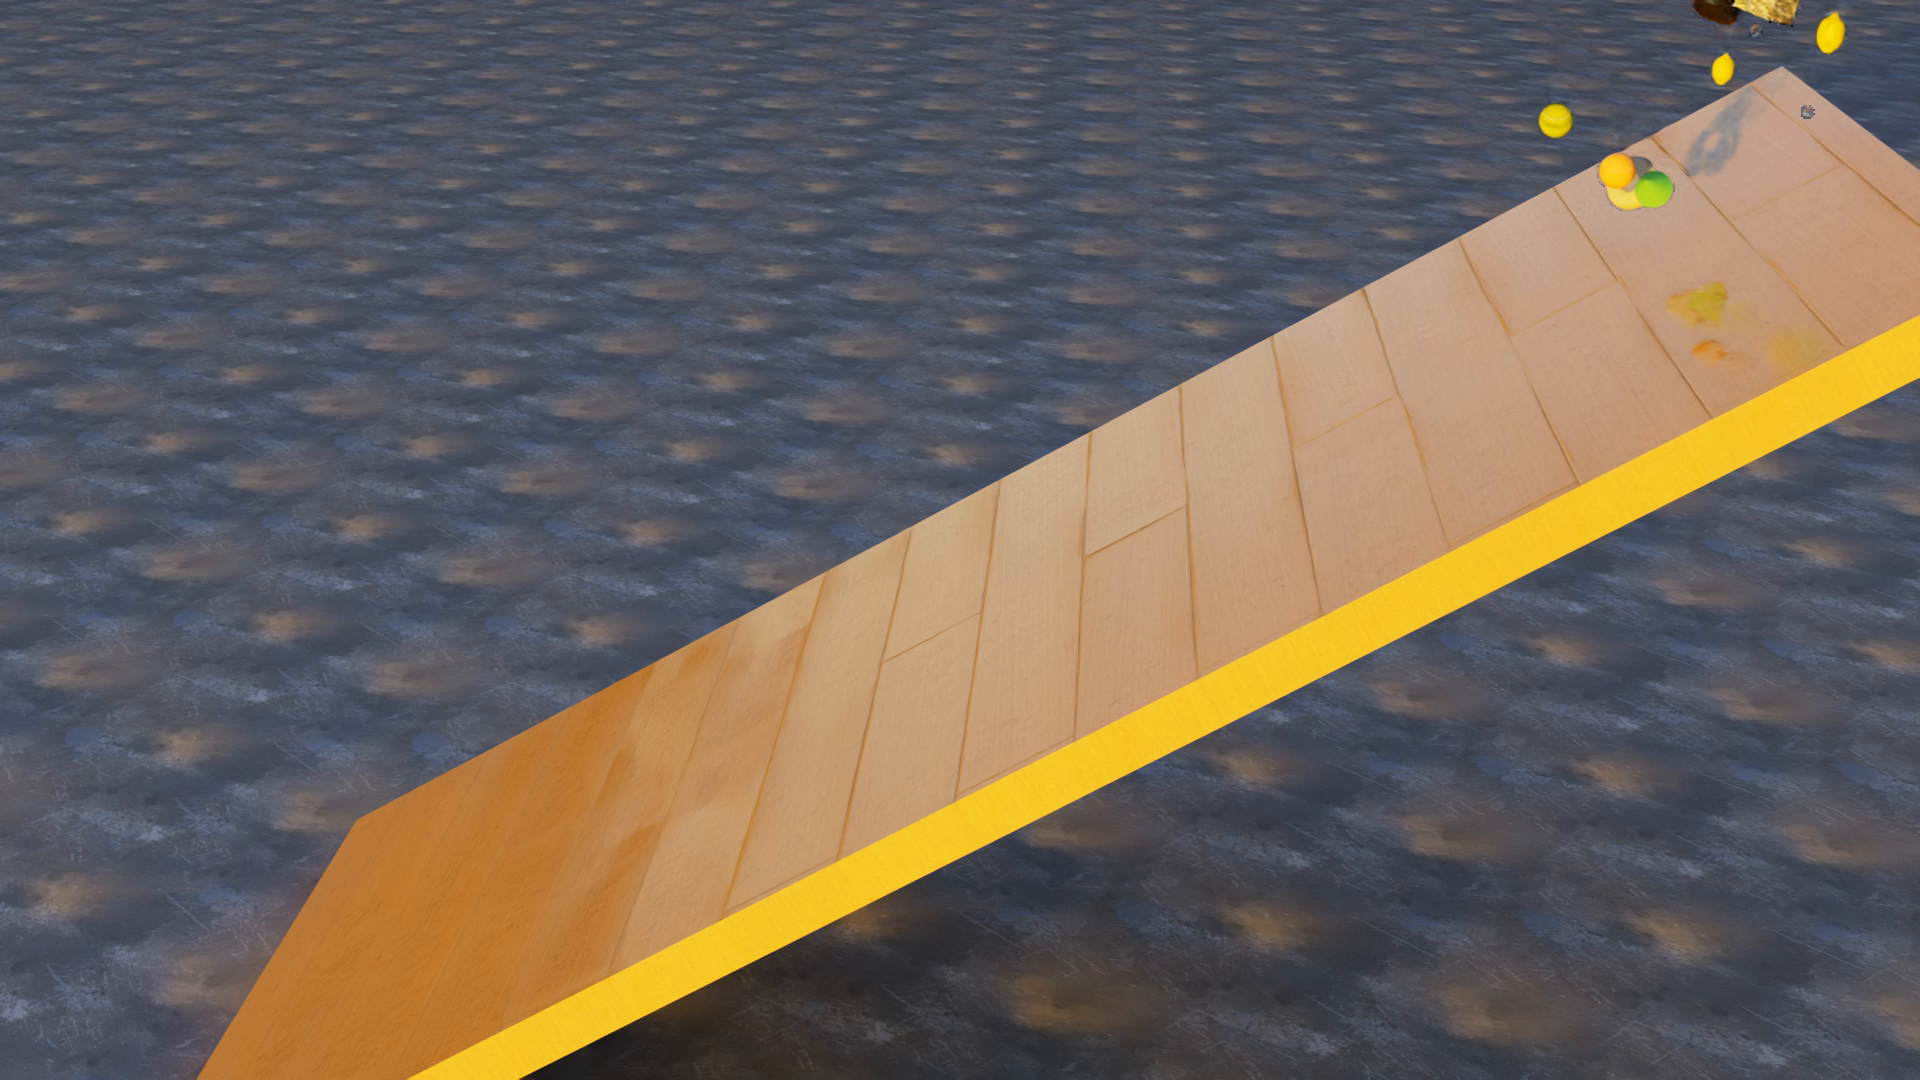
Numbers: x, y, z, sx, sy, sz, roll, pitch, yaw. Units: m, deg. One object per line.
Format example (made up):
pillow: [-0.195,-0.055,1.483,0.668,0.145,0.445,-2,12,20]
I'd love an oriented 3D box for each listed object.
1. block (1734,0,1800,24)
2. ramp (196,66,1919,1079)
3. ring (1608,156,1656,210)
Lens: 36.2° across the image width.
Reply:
block: [1.555,-1.047,5.646,0.082,0.082,0.082,-3,29,-45]
ramp: [0.142,0.167,6.284,4.000,0.100,2.000,-28,15,12]
ring: [1.380,-0.733,6.040,0.038,0.113,0.113,15,3,-44]
